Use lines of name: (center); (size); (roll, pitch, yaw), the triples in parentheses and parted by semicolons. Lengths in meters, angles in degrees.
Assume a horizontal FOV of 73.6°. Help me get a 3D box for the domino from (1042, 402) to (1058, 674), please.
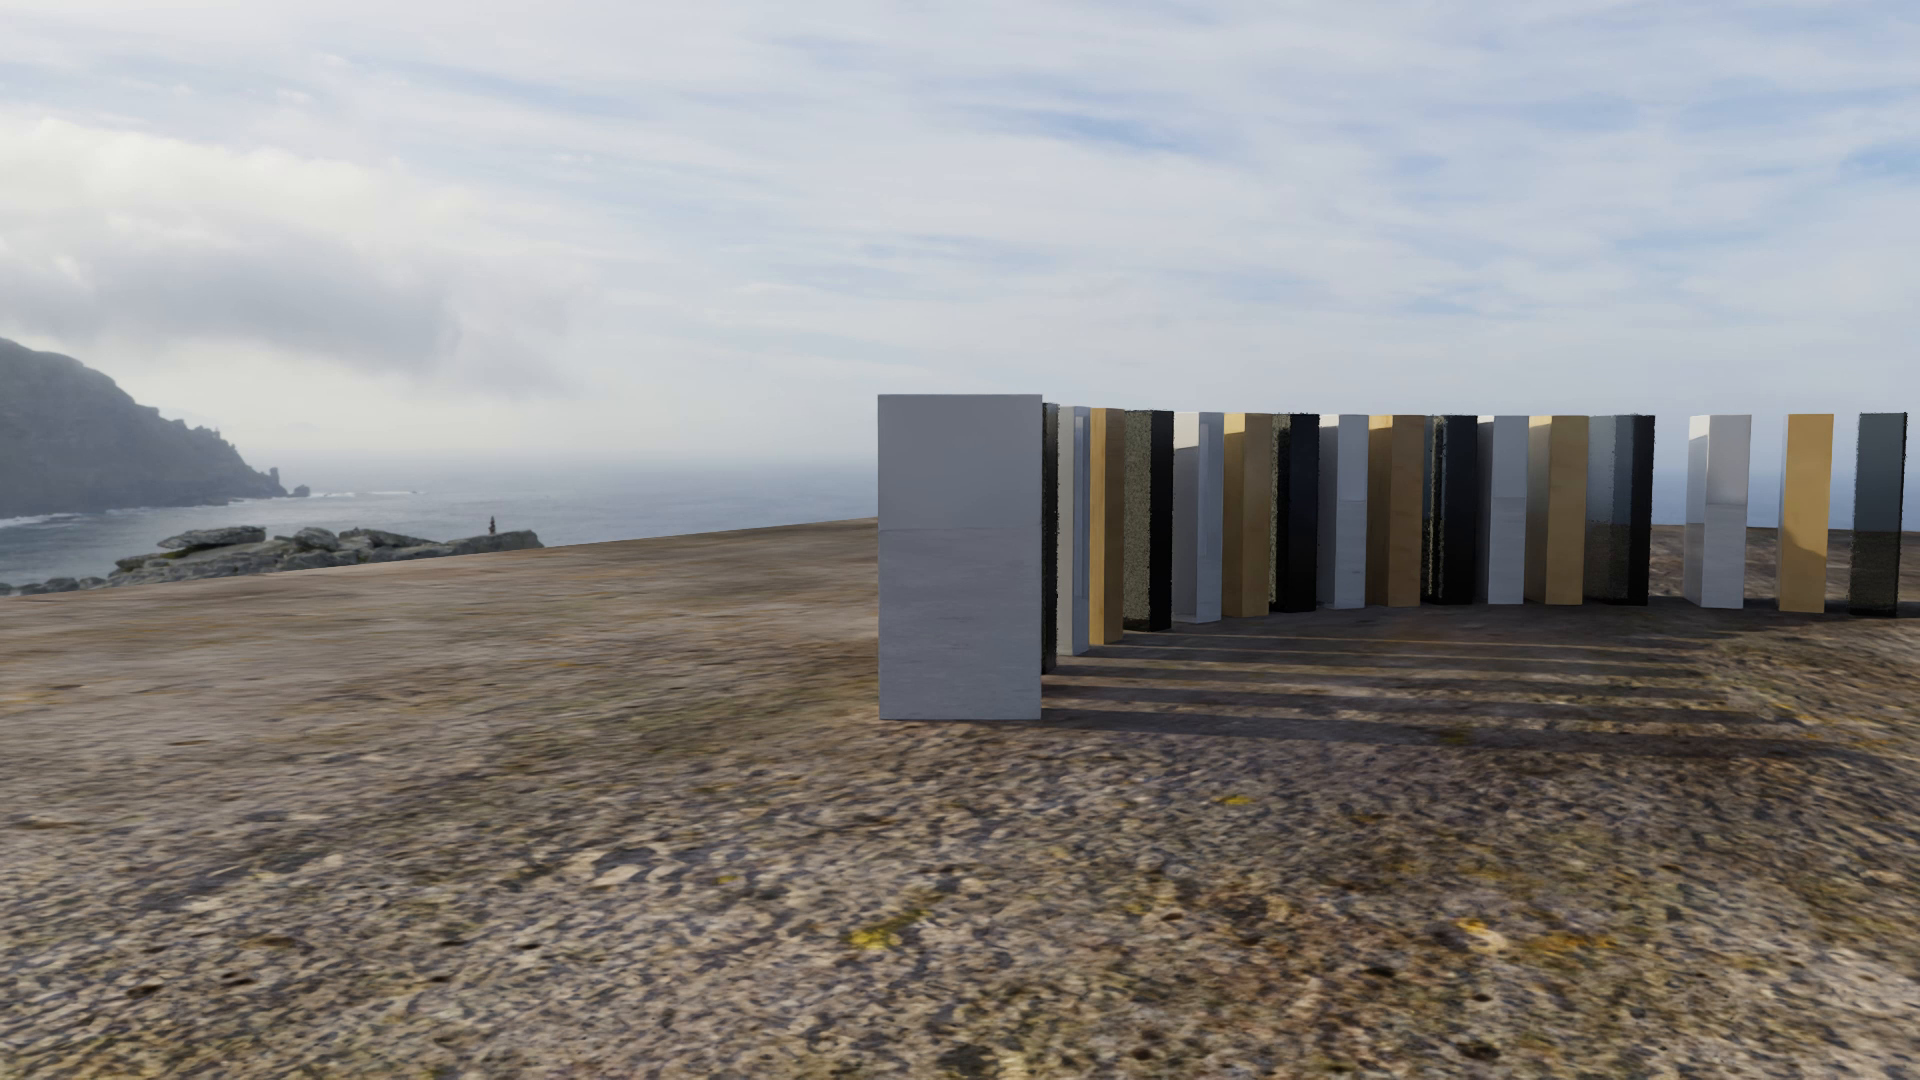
domino: (0.005, -0.001, 0.243); (0.025, 0.050, 0.010); (1, 4, 17)

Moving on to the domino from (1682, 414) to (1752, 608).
domino: (0.202, -0.008, 0.342); (0.010, 0.050, 0.025); (2, 5, 19)

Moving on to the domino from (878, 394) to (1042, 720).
domino: (0.000, 0.002, 0.201); (0.025, 0.050, 0.010); (0, 4, 0)

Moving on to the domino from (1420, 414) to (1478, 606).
domino: (0.129, -0.009, 0.350); (0.009, 0.050, 0.025); (-1, 4, -8)

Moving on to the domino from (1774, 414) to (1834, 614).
domino: (0.220, -0.008, 0.334); (0.010, 0.050, 0.025); (2, 5, 30)

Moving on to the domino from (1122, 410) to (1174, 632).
domino: (0.036, -0.005, 0.299); (0.025, 0.050, 0.010); (4, 6, 41)

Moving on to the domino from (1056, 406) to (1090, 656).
domino: (0.013, -0.002, 0.264); (0.025, 0.050, 0.010); (2, 5, 25)

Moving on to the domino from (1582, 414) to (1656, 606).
domino: (0.178, -0.009, 0.349); (0.010, 0.050, 0.025); (1, 4, 11)

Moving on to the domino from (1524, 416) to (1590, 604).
domino: (0.161, -0.009, 0.351); (0.009, 0.050, 0.025); (0, 4, 4)

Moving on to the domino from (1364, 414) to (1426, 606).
domino: (0.113, -0.008, 0.347); (0.010, 0.050, 0.025); (-1, 4, -14)

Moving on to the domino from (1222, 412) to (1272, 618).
domino: (0.066, -0.007, 0.325); (0.010, 0.050, 0.025); (-3, 5, -34)

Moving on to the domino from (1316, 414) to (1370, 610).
domino: (0.096, -0.008, 0.341); (0.010, 0.050, 0.025); (-2, 5, -21)

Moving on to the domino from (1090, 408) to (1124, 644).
domino: (0.022, -0.004, 0.281); (0.025, 0.050, 0.009); (3, 5, 32)

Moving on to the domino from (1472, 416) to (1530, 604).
domino: (0.144, -0.009, 0.351); (0.010, 0.050, 0.025); (0, 4, -3)

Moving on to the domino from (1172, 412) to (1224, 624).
domino: (0.051, -0.006, 0.314); (0.010, 0.050, 0.025); (-4, 6, -41)

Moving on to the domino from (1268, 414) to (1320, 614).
domino: (0.081, -0.008, 0.334); (0.010, 0.050, 0.025); (-2, 5, -27)

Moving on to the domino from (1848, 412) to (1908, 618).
domino: (0.233, -0.007, 0.326); (0.010, 0.050, 0.025); (3, 5, 34)
